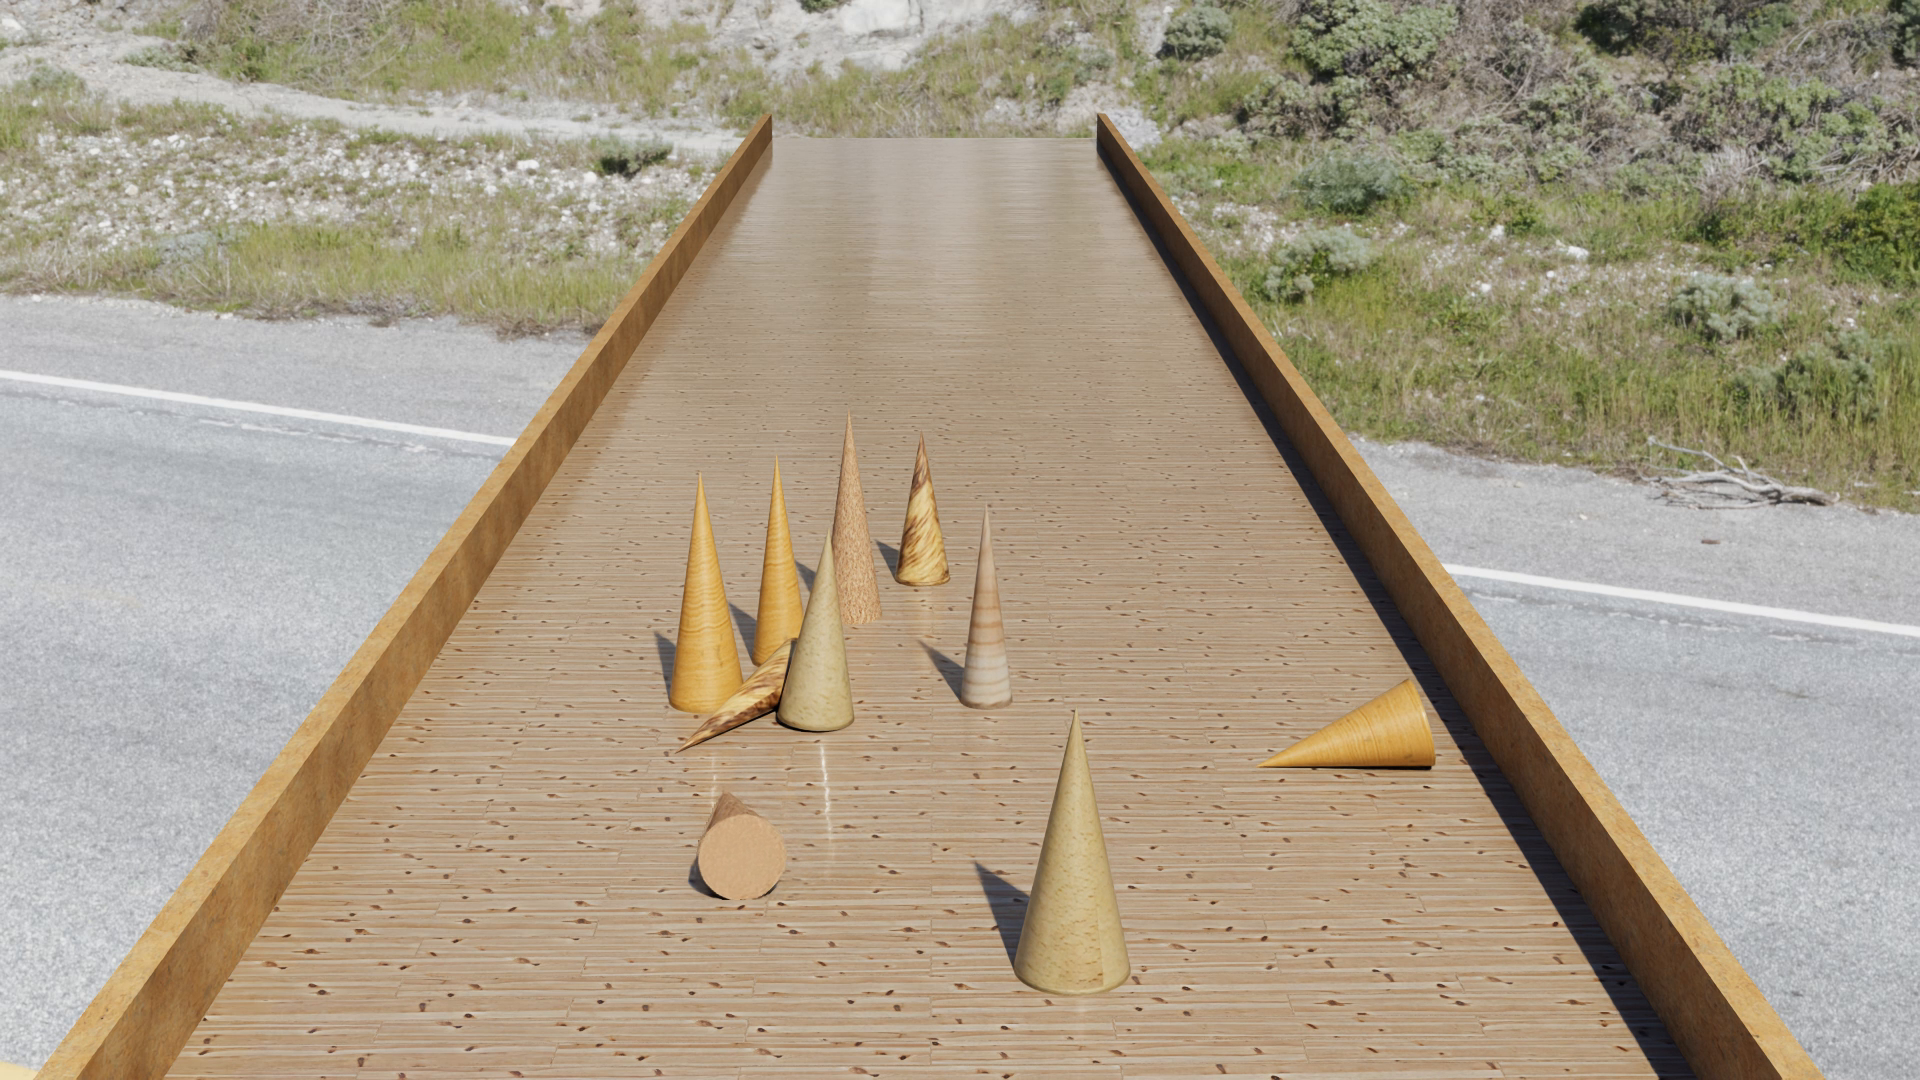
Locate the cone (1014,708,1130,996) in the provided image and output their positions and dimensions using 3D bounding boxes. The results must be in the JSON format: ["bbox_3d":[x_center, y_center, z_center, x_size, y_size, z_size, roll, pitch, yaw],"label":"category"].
[{"bbox_3d":[0.161,0.421,3.101,0.169,0.404,0.169,0,17,0],"label":"cone"}]

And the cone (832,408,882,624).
[{"bbox_3d":[-0.231,-0.058,4.625,0.129,0.454,0.129,0,17,0],"label":"cone"}]

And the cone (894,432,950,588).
[{"bbox_3d":[-0.084,-0.080,4.887,0.127,0.346,0.127,0,17,0],"label":"cone"}]

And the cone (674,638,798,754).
[{"bbox_3d":[-0.408,0.312,4.080,0.113,0.113,0.386,11,28,32],"label":"cone"}]

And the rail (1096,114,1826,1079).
[{"bbox_3d":[0.932,-0.844,7.801,0.050,0.150,12.000,0,17,-1],"label":"rail"}]

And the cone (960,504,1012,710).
[{"bbox_3d":[0.049,0.114,4.138,0.101,0.401,0.101,0,17,0],"label":"cone"}]

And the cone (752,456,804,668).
[{"bbox_3d":[-0.358,0.036,4.352,0.119,0.430,0.119,0,17,0],"label":"cone"}]

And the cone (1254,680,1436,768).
[{"bbox_3d":[0.665,0.361,3.878,0.304,0.160,0.160,-15,17,1],"label":"cone"}]

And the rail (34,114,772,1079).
[{"bbox_3d":[-1.118,-0.838,7.780,0.050,0.150,12.000,0,17,-1],"label":"rail"}]

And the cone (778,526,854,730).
[{"bbox_3d":[-0.253,0.152,4.047,0.145,0.371,0.145,5,17,-1],"label":"cone"}]

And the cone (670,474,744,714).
[{"bbox_3d":[-0.481,0.088,4.135,0.148,0.455,0.148,0,17,0],"label":"cone"}]

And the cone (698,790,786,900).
[{"bbox_3d":[-0.369,0.457,3.573,0.135,0.135,0.433,-3,8,-9],"label":"cone"}]
